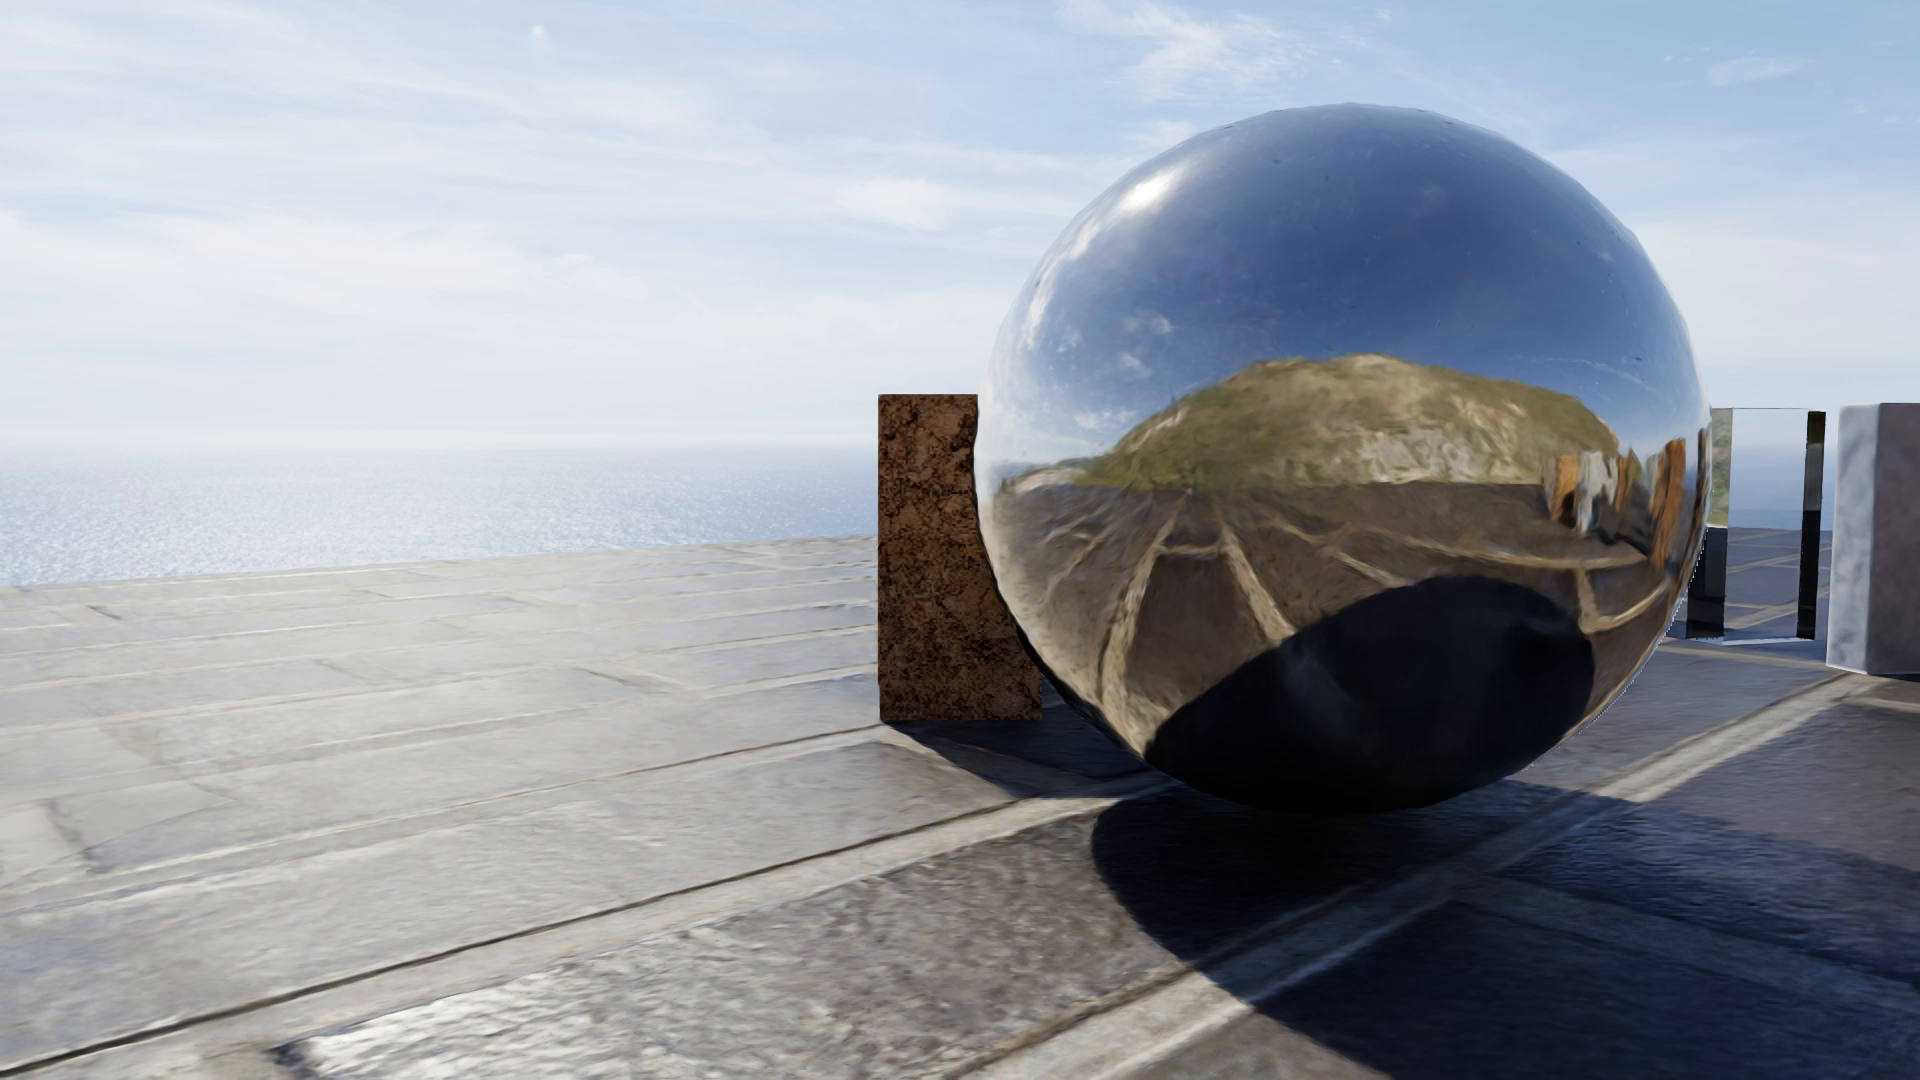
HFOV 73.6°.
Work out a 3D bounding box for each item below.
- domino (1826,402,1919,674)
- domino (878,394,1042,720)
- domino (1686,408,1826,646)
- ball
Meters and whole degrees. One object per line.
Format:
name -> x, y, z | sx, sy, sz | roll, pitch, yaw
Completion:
domino -> 0.179, -0.001, 0.241 | 0.025, 0.050, 0.010 | -1, 4, -7
domino -> 0.000, 0.002, 0.201 | 0.025, 0.050, 0.009 | 0, 4, 0
domino -> 0.172, -0.003, 0.277 | 0.025, 0.050, 0.010 | -1, 4, -16
ball -> 0.041, -0.009, 0.149 | 0.080, 0.080, 0.080 | 0, 4, 0
